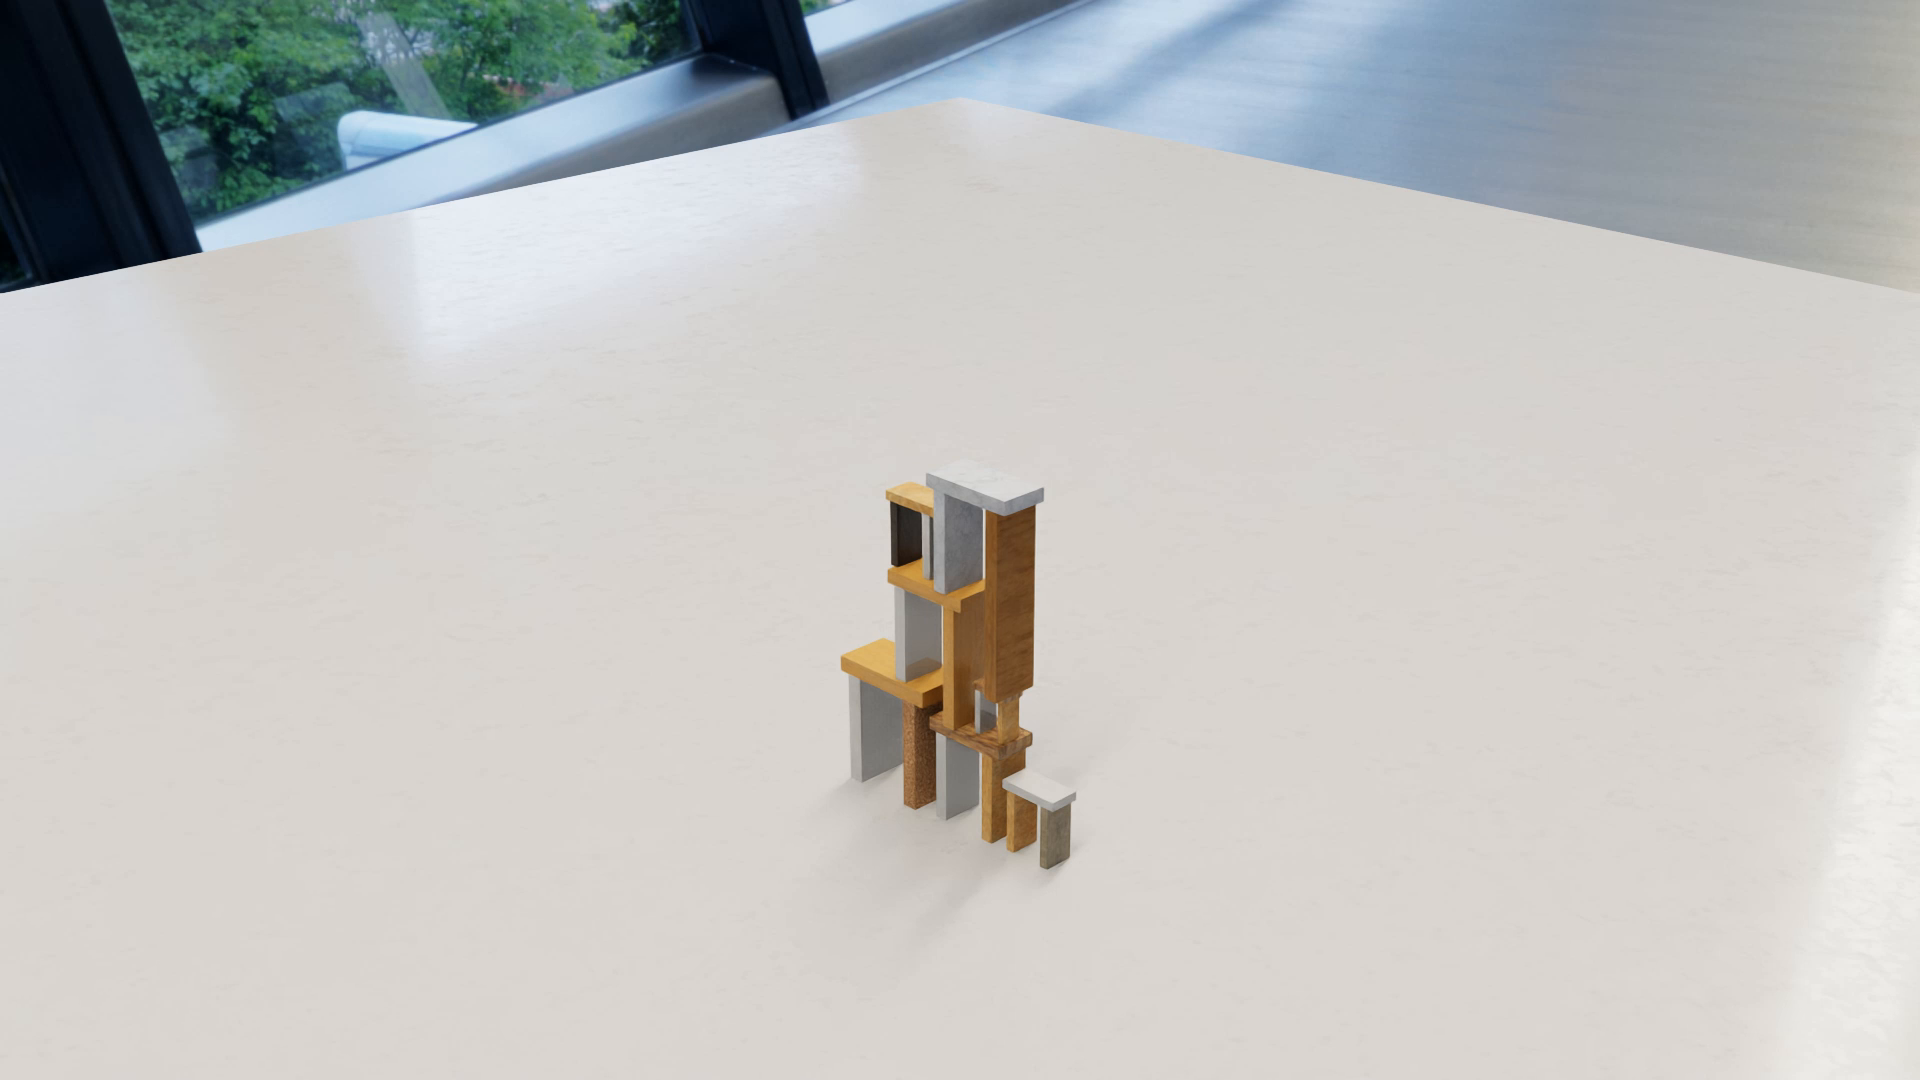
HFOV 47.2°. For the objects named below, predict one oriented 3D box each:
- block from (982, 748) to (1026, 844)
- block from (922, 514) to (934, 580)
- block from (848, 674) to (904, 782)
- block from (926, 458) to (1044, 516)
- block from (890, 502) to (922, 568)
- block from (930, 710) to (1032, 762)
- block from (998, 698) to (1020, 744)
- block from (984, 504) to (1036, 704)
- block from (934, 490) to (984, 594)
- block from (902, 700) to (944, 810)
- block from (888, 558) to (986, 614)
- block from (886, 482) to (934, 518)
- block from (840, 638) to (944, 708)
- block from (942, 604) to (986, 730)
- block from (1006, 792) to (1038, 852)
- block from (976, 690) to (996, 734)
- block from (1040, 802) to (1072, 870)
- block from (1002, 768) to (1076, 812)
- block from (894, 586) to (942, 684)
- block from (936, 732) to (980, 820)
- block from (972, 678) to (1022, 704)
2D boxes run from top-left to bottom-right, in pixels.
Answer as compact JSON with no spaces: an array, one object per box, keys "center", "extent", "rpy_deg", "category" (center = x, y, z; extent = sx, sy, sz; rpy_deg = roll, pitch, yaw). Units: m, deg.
[{"center":[0.086,0.495,4.348],"extent":[0.027,0.192,0.096],"rpy_deg":[21,31,41],"category":"block"},{"center":[-0.042,0.005,4.276],"extent":[0.068,0.136,0.019],"rpy_deg":[-21,31,-41],"category":"block"},{"center":[-0.173,0.373,4.575],"extent":[0.034,0.240,0.120],"rpy_deg":[21,31,41],"category":"block"},{"center":[0.046,-0.100,4.124],"extent":[0.104,0.030,0.209],"rpy_deg":[-21,31,-40],"category":"block"},{"center":[-0.106,-0.020,4.335],"extent":[0.068,0.136,0.019],"rpy_deg":[-21,31,-41],"category":"block"},{"center":[0.041,0.377,4.347],"extent":[0.192,0.027,0.096],"rpy_deg":[21,31,41],"category":"block"},{"center":[0.094,0.346,4.266],"extent":[0.046,0.093,0.013],"rpy_deg":[-21,31,-41],"category":"block"},{"center":[0.095,0.114,4.161],"extent":[0.104,0.392,0.030],"rpy_deg":[-21,31,-40],"category":"block"},{"center":[-0.003,-0.009,4.216],"extent":[0.104,0.209,0.030],"rpy_deg":[-21,31,-41],"category":"block"},{"center":[-0.060,0.417,4.470],"extent":[0.034,0.240,0.120],"rpy_deg":[21,31,41],"category":"block"},{"center":[-0.035,0.085,4.298],"extent":[0.102,0.029,0.204],"rpy_deg":[-21,31,-41],"category":"block"},{"center":[-0.073,-0.079,4.275],"extent":[0.136,0.019,0.068],"rpy_deg":[21,31,41],"category":"block"},{"center":[-0.117,0.269,4.469],"extent":[0.240,0.034,0.120],"rpy_deg":[21,31,41],"category":"block"},{"center":[0.013,0.237,4.310],"extent":[0.029,0.260,0.102],"rpy_deg":[21,31,41],"category":"block"},{"center":[0.122,0.541,4.315],"extent":[0.019,0.133,0.067],"rpy_deg":[21,31,41],"category":"block"},{"center":[0.051,0.329,4.306],"extent":[0.046,0.093,0.013],"rpy_deg":[-21,31,-41],"category":"block"},{"center":[0.185,0.565,4.258],"extent":[0.019,0.133,0.067],"rpy_deg":[21,31,41],"category":"block"},{"center":[0.153,0.483,4.257],"extent":[0.133,0.019,0.067],"rpy_deg":[21,31,41],"category":"block"},{"center":[-0.083,0.174,4.388],"extent":[0.029,0.204,0.102],"rpy_deg":[21,31,41],"category":"block"},{"center":[-0.004,0.460,4.431],"extent":[0.027,0.192,0.096],"rpy_deg":[21,31,41],"category":"block"},{"center":[0.072,0.289,4.265],"extent":[0.046,0.013,0.093],"rpy_deg":[-21,31,-40],"category":"block"}]
